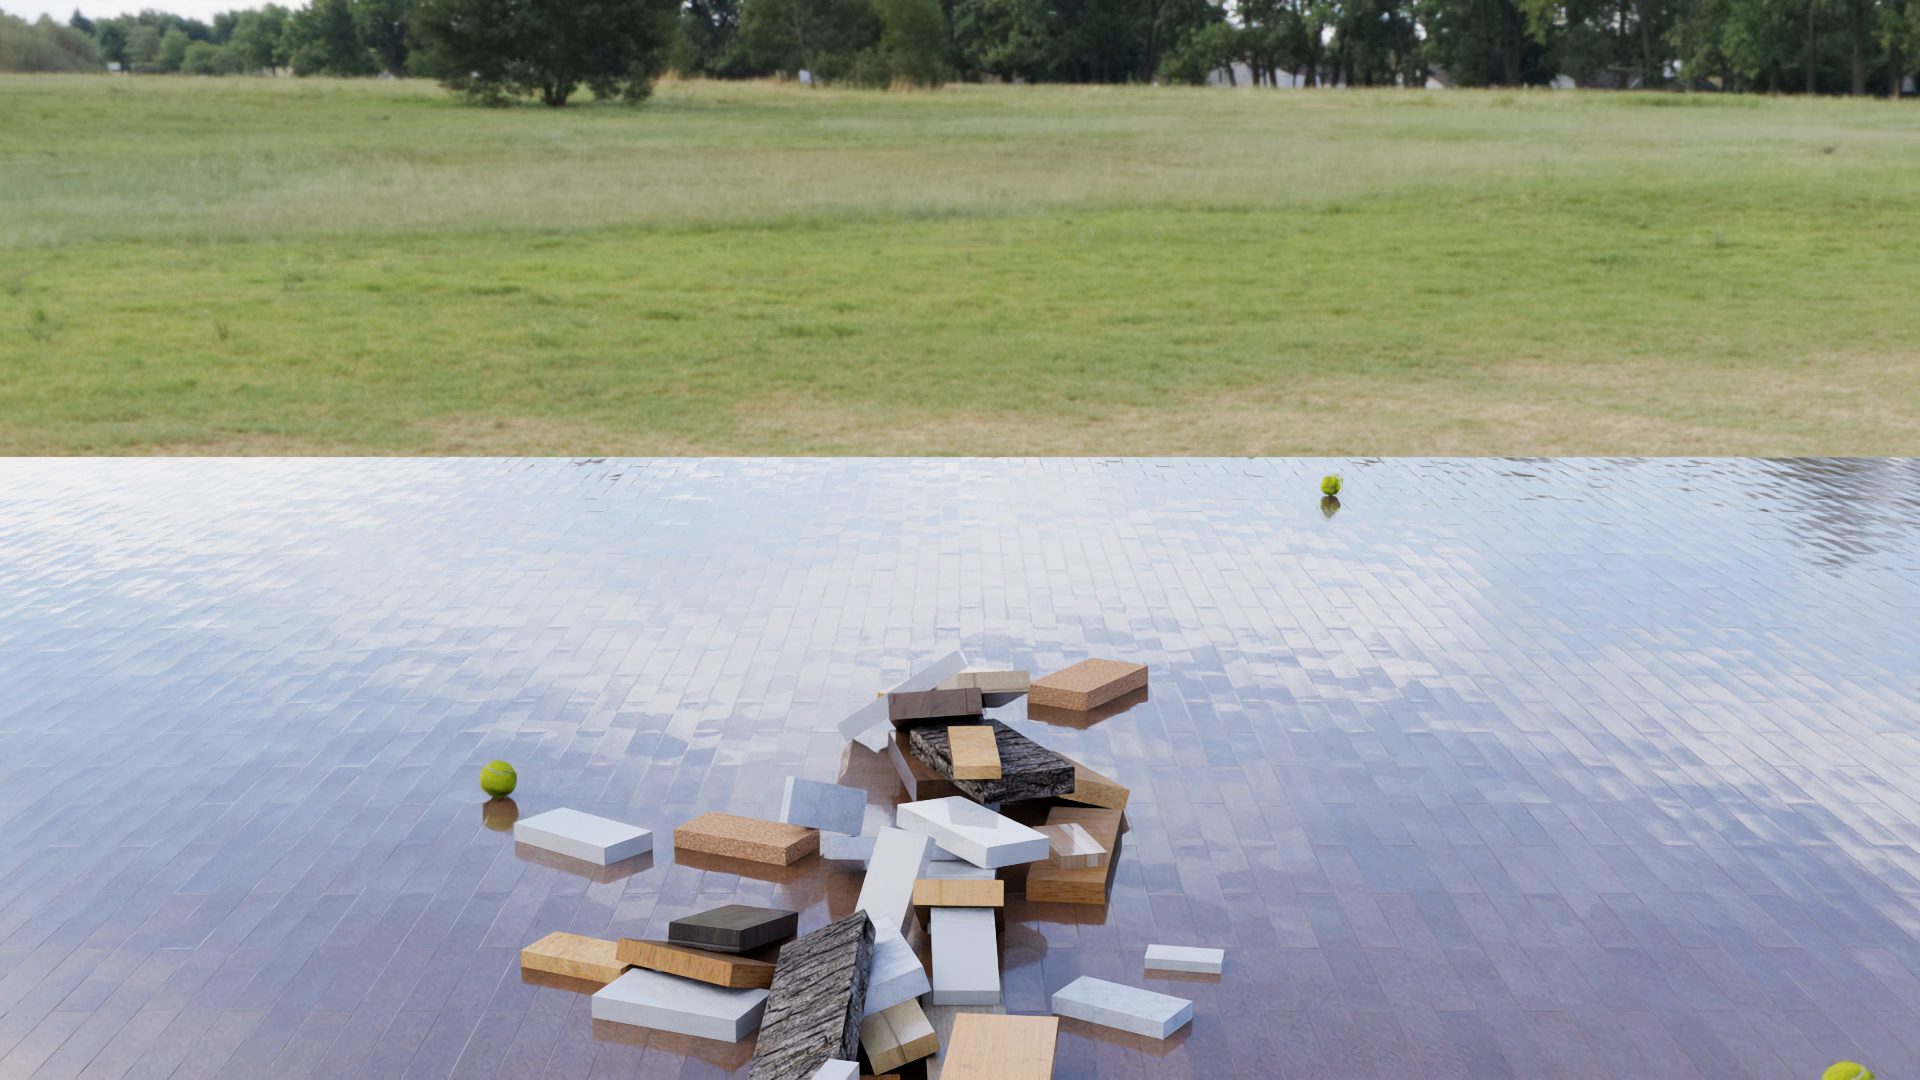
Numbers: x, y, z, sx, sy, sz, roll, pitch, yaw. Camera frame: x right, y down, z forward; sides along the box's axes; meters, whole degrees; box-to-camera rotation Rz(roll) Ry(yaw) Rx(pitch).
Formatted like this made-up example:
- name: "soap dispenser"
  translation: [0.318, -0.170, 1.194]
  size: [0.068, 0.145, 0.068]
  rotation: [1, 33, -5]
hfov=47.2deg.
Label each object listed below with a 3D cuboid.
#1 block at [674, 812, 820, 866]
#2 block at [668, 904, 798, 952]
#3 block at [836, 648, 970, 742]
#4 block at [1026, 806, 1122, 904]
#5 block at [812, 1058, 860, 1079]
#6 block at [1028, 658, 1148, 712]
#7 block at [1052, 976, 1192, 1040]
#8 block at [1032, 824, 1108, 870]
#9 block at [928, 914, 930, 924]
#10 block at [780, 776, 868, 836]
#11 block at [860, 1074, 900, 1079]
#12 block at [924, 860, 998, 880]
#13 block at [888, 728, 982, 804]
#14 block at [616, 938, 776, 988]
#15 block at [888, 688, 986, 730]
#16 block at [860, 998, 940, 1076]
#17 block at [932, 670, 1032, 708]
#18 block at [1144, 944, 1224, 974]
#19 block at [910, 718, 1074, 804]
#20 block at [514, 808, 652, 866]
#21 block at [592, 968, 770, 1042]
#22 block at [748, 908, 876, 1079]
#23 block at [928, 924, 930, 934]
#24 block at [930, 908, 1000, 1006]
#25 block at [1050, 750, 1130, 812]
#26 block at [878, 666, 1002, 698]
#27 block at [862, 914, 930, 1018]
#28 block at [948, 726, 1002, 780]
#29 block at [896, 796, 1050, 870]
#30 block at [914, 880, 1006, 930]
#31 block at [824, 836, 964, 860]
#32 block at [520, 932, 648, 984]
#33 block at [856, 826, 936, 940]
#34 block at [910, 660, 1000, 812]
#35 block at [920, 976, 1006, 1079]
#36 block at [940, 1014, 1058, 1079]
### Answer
- name: "block"
  translation: [-0.379, 0.529, 3.906]
  size: [0.232, 0.033, 0.116]
  rotation: [5, 12, 27]
- name: "block"
  translation: [-0.348, 0.599, 3.398]
  size: [0.116, 0.033, 0.232]
  rotation: [3, -1, 18]
- name: "block"
  translation: [-0.115, 0.319, 4.532]
  size: [0.290, 0.041, 0.145]
  rotation: [-32, -3, 1]
- name: "block"
  translation: [0.203, 0.543, 3.820]
  size: [0.130, 0.037, 0.402]
  rotation: [2, 11, 8]
- name: "block"
  translation: [-0.180, 0.726, 2.559]
  size: [0.039, 0.138, 0.276]
  rotation: [3, 11, 16]
- name: "block"
  translation: [0.291, 0.325, 4.980]
  size: [0.148, 0.042, 0.296]
  rotation: [7, 12, 32]
- name: "block"
  translation: [0.233, 0.671, 3.162]
  size: [0.181, 0.026, 0.090]
  rotation: [7, 12, 32]
- name: "block"
  translation: [0.186, 0.523, 3.763]
  size: [0.082, 0.023, 0.165]
  rotation: [-3, 11, -15]
- name: "block"
  translation: [-0.020, 0.575, 3.337]
  size: [0.054, 0.015, 0.107]
  rotation: [1, -17, -3]
- name: "block"
  translation: [-0.242, 0.475, 3.922]
  size: [0.165, 0.082, 0.023]
  rotation: [16, -11, -38]
- name: "block"
  translation: [-0.136, 0.725, 2.897]
  size: [0.116, 0.016, 0.058]
  rotation: [-1, 11, -5]
- name: "block"
  translation: [-0.008, 0.553, 3.589]
  size: [0.134, 0.038, 0.267]
  rotation: [0, -3, 2]
- name: "block"
  translation: [-0.024, 0.427, 4.180]
  size: [0.176, 0.050, 0.352]
  rotation: [-2, 11, -10]
- name: "block"
  translation: [-0.383, 0.625, 3.246]
  size: [0.233, 0.033, 0.117]
  rotation: [3, -9, 38]
- name: "block"
  translation: [-0.040, 0.338, 4.309]
  size: [0.176, 0.050, 0.352]
  rotation: [-4, -10, 2]
- name: "block"
  translation: [-0.091, 0.675, 3.017]
  size: [0.094, 0.027, 0.187]
  rotation: [-20, 9, -9]
- name: "block"
  translation: [0.037, 0.301, 4.392]
  size: [0.145, 0.041, 0.290]
  rotation: [-2, -10, -12]
- name: "block"
  translation: [0.343, 0.639, 3.358]
  size: [0.116, 0.016, 0.058]
  rotation: [2, 11, 11]
- name: "block"
  translation: [0.055, 0.403, 4.036]
  size: [0.176, 0.050, 0.352]
  rotation: [-4, 11, -22]
- name: "block"
  translation: [-0.672, 0.527, 3.919]
  size: [0.232, 0.033, 0.116]
  rotation: [8, 13, 37]
- name: "block"
  translation: [-0.398, 0.667, 3.162]
  size: [0.233, 0.033, 0.117]
  rotation: [4, 11, 22]
- name: "block"
  translation: [-0.201, 0.651, 2.986]
  size: [0.138, 0.039, 0.520]
  rotation: [-26, 12, 8]
- name: "block"
  translation: [-0.018, 0.592, 3.328]
  size: [0.054, 0.015, 0.107]
  rotation: [-1, -14, 5]
- name: "block"
  translation: [0.006, 0.602, 3.190]
  size: [0.094, 0.027, 0.187]
  rotation: [1, 28, -3]
- name: "block"
  translation: [0.187, 0.447, 4.207]
  size: [0.145, 0.041, 0.290]
  rotation: [15, 3, -28]
- name: "block"
  translation: [-0.040, 0.325, 4.749]
  size: [0.148, 0.042, 0.296]
  rotation: [5, 12, 27]
- name: "block"
  translation: [-0.137, 0.623, 3.204]
  size: [0.134, 0.038, 0.267]
  rotation: [-20, 10, -10]
- name: "block"
  translation: [0.025, 0.381, 3.956]
  size: [0.082, 0.023, 0.261]
  rotation: [-1, 11, -3]
- name: "block"
  translation: [0.020, 0.489, 3.696]
  size: [0.130, 0.037, 0.259]
  rotation: [-4, 12, -35]
- name: "block"
  translation: [0.002, 0.562, 3.383]
  size: [0.134, 0.038, 0.267]
  rotation: [0, -17, 2]
- name: "block"
  translation: [-0.097, 0.528, 3.761]
  size: [0.259, 0.037, 0.130]
  rotation: [2, -7, -8]
- name: "block"
  translation: [-0.567, 0.636, 3.349]
  size: [0.181, 0.026, 0.090]
  rotation: [5, 12, 25]
- name: "block"
  translation: [-0.107, 0.545, 3.450]
  size: [0.090, 0.181, 0.026]
  rotation: [7, -19, 32]
- name: "block"
  translation: [-0.020, 0.394, 4.608]
  size: [0.148, 0.042, 1.029]
  rotation: [0, 11, -2]
- name: "block"
  translation: [0.017, 0.724, 2.855]
  size: [0.117, 0.033, 0.752]
  rotation: [0, 11, -2]
- name: "block"
  translation: [0.051, 0.689, 2.850]
  size: [0.138, 0.039, 0.276]
  rotation: [1, 11, 6]
